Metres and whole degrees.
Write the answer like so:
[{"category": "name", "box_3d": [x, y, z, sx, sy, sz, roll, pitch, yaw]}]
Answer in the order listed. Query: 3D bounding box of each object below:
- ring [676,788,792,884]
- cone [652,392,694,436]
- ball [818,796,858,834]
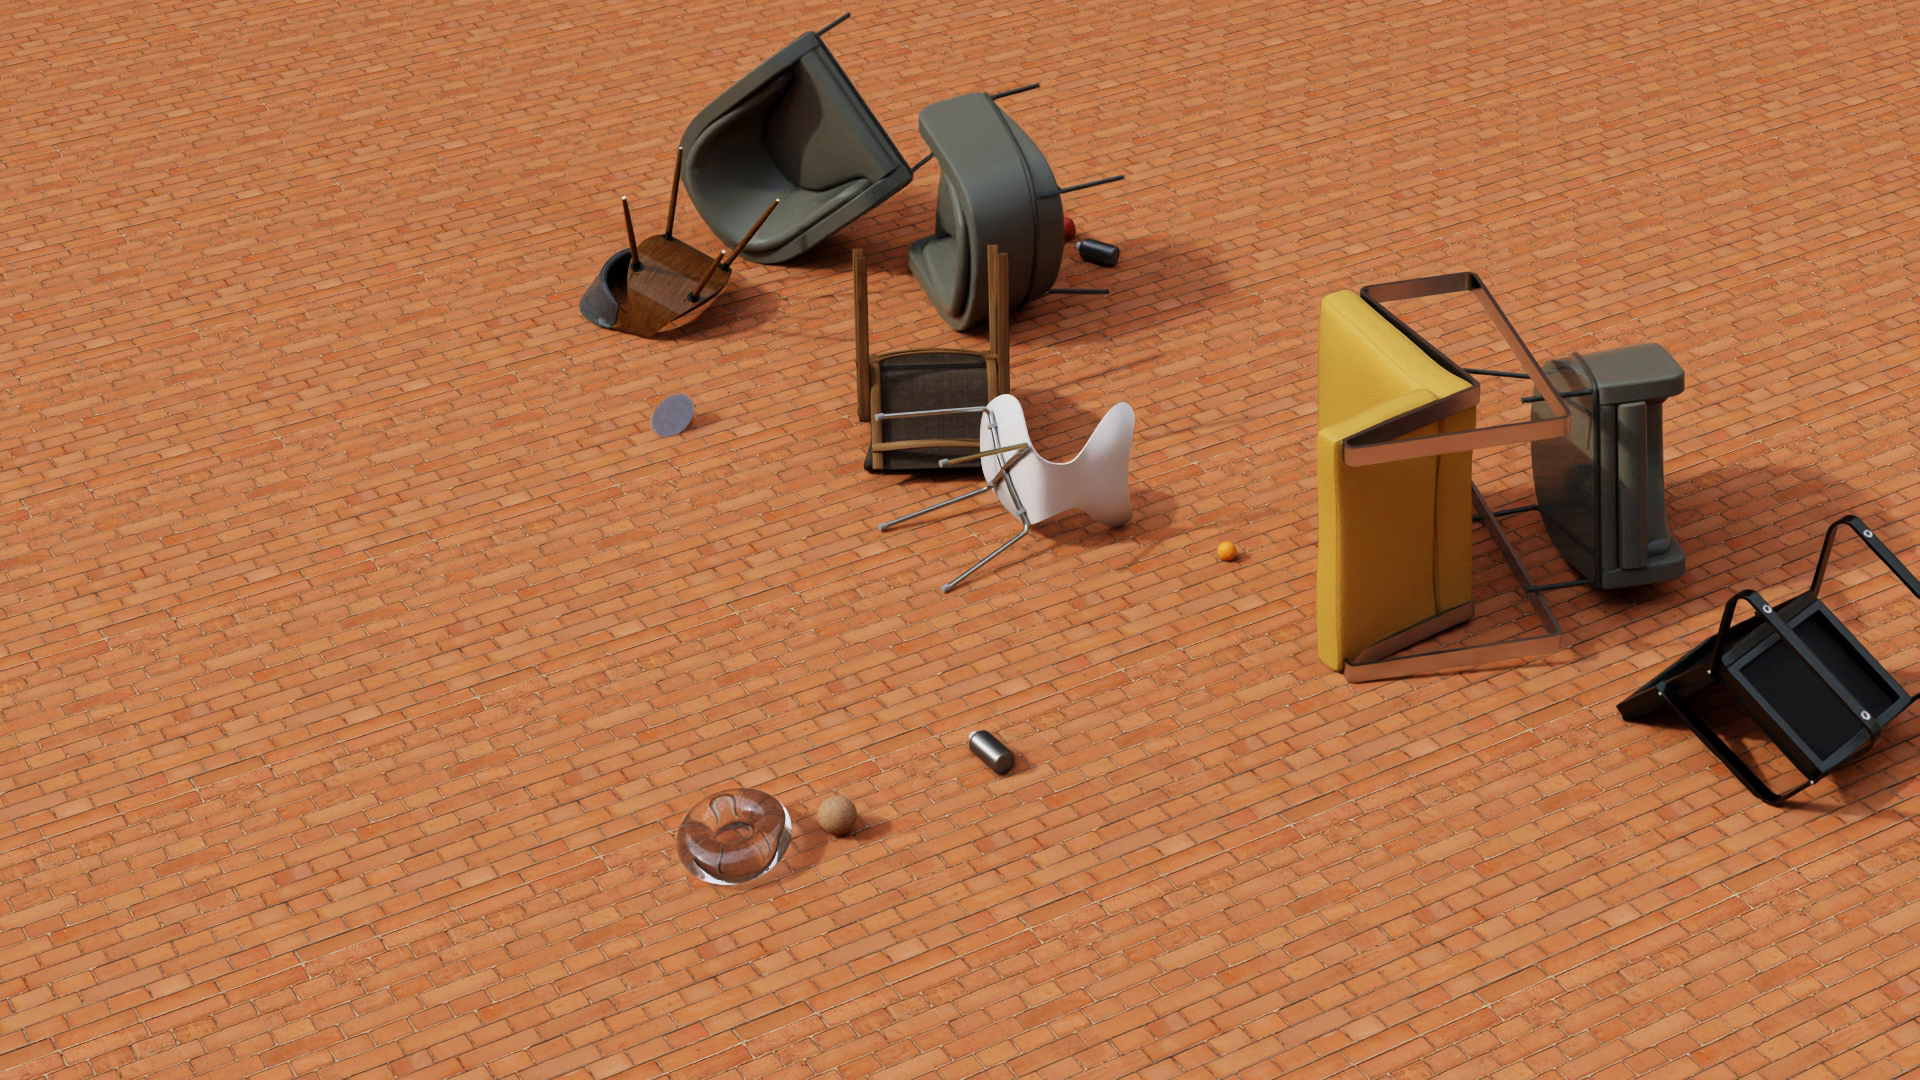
[{"category": "ring", "box_3d": [-0.724, 0.947, 9.395, 0.364, 0.126, 0.424, 9, 35, 15]}, {"category": "cone", "box_3d": [-1.179, -0.500, 11.637, 0.205, 0.150, 0.177, -44, 25, -23]}, {"category": "ball", "box_3d": [-0.396, 0.889, 9.478, 0.128, 0.128, 0.128, 0, 33, 0]}]
